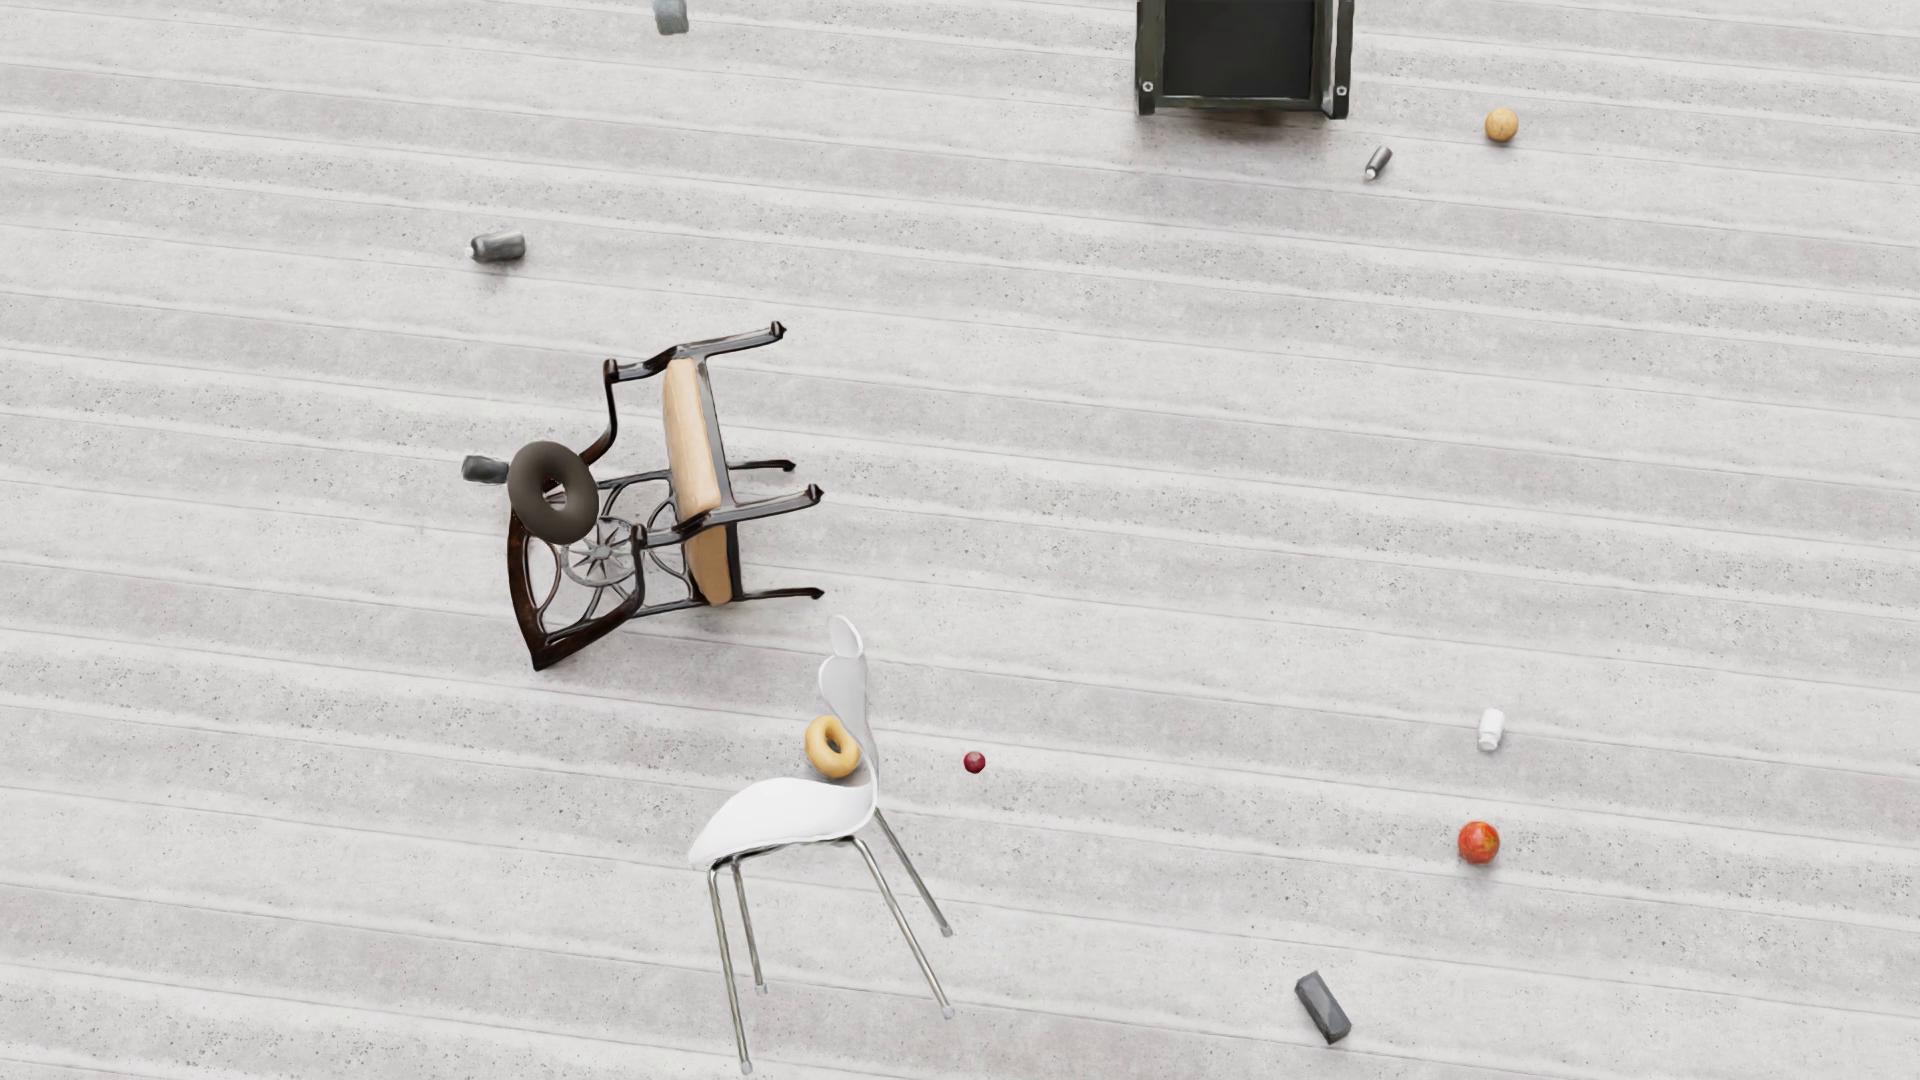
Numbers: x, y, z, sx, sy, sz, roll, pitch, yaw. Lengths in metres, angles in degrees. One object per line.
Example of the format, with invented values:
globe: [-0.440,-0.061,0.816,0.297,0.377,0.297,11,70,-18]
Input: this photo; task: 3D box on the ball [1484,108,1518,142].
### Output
ball: [1.836,-1.408,7.451,0.113,0.113,0.113,0,56,0]

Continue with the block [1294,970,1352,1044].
block: [0.943,1.215,5.715,0.058,0.073,0.169,-24,59,-15]

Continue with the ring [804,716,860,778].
ring: [-0.354,0.573,6.118,0.161,0.076,0.186,-3,58,-36]

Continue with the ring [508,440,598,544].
ring: [-1.103,-0.129,5.969,0.279,0.070,0.296,-44,108,-45]

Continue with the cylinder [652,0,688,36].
cylinder: [-0.917,-1.678,6.967,0.082,0.159,0.129,-4,51,3]
